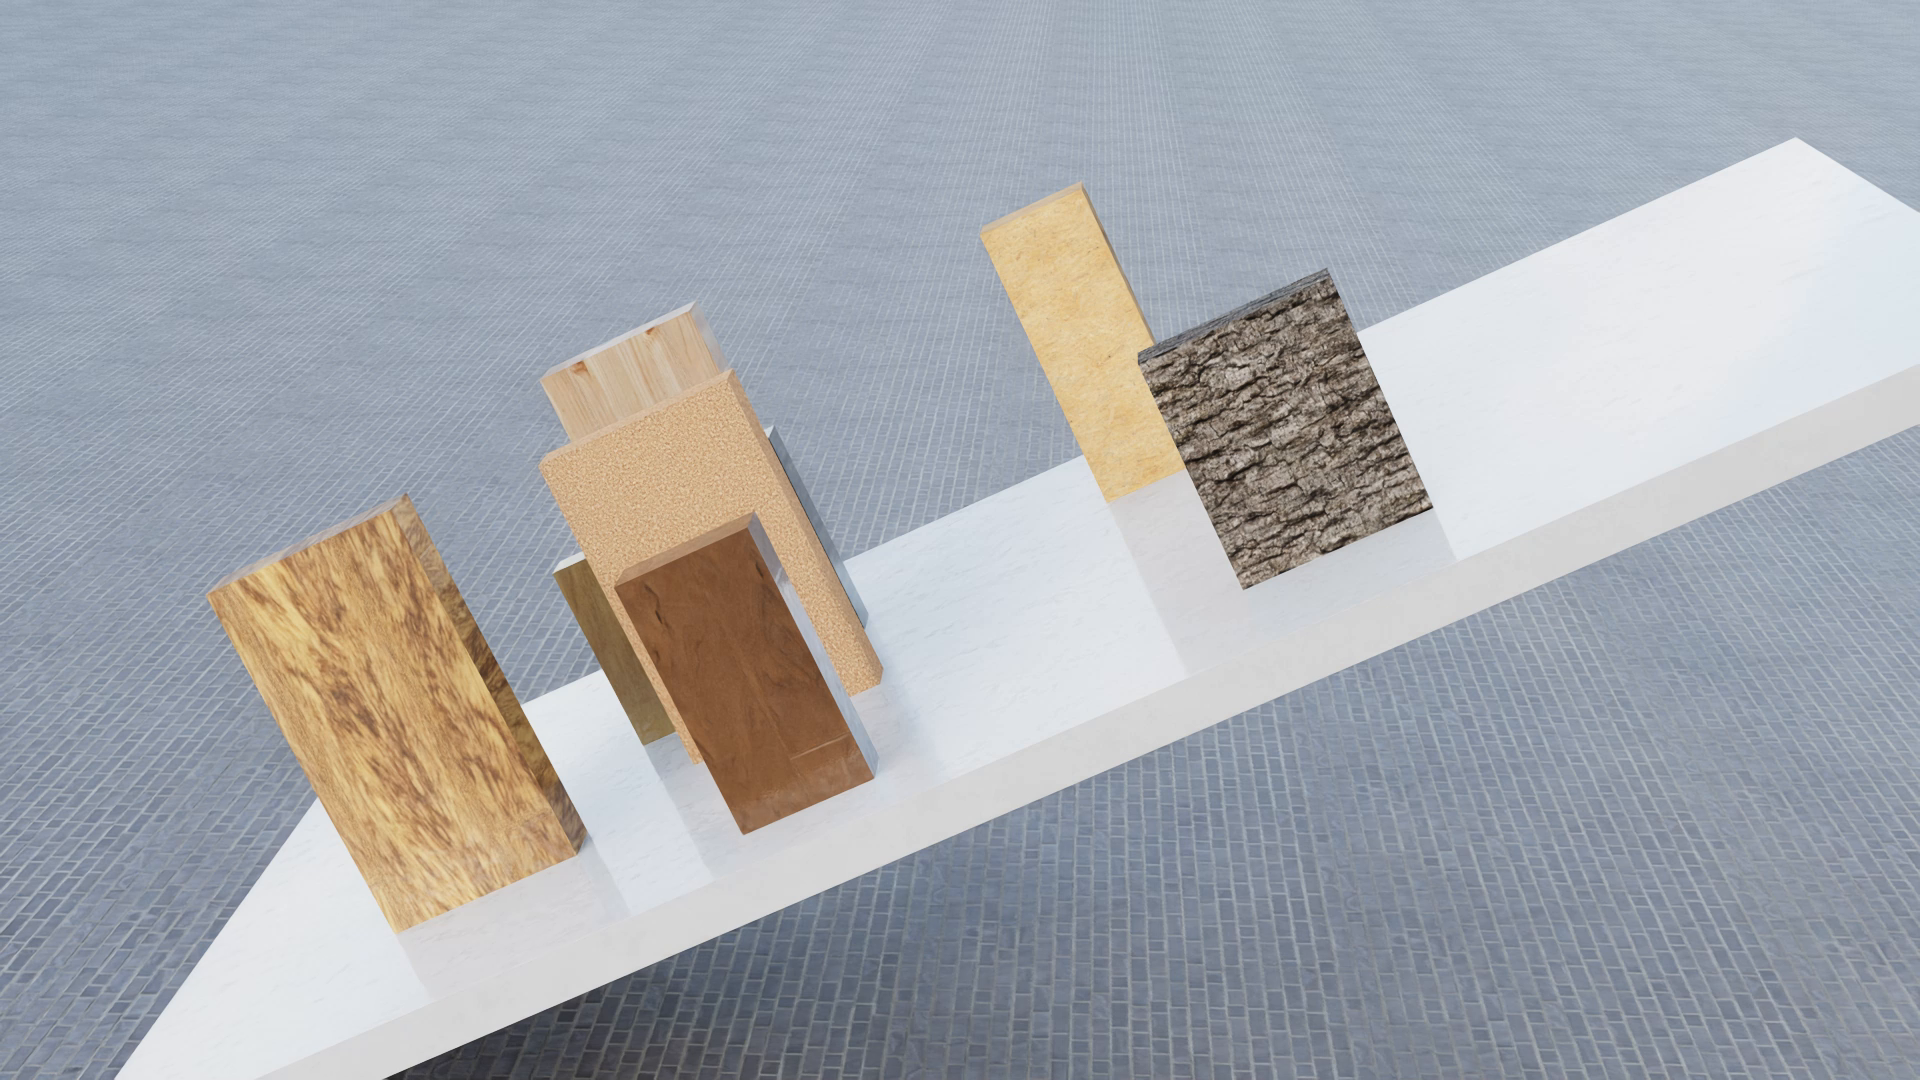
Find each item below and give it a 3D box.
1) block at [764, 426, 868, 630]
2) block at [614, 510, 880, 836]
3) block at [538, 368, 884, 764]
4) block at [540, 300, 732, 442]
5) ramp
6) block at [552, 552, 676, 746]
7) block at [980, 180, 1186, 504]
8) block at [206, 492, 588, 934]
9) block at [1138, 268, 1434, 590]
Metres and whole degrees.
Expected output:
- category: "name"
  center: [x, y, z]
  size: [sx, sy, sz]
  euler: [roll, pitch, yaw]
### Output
- category: "block"
  center: [-0.512, 0.059, 6.629]
  size: [0.436, 0.488, 0.115]
  euler: [-24, 13, 9]
- category: "block"
  center: [-0.399, 0.253, 5.554]
  size: [0.278, 0.540, 0.119]
  euler: [-24, 13, 9]
- category: "block"
  center: [-0.514, 0.060, 6.128]
  size: [0.435, 0.715, 0.103]
  euler: [-24, 13, 9]
- category: "block"
  center: [-0.663, -0.154, 7.167]
  size: [0.404, 0.748, 0.132]
  euler: [-24, 13, 9]
- category: "ramp"
  center: [0.136, 0.169, 6.282]
  size: [4.000, 0.100, 2.000]
  euler: [-24, 13, 9]
- category: "block"
  center: [-0.671, 0.197, 6.505]
  size: [0.276, 0.439, 0.095]
  euler: [-24, 13, 9]
- category: "block"
  center: [0.303, -0.444, 6.622]
  size: [0.247, 0.675, 0.115]
  euler: [-24, 13, 9]
- category: "block"
  center: [-1.136, 0.357, 5.972]
  size: [0.423, 0.800, 0.132]
  euler: [-24, 13, 9]
- category: "block"
  center: [0.613, -0.208, 5.548]
  size: [0.390, 0.483, 0.101]
  euler: [-24, 13, 9]
